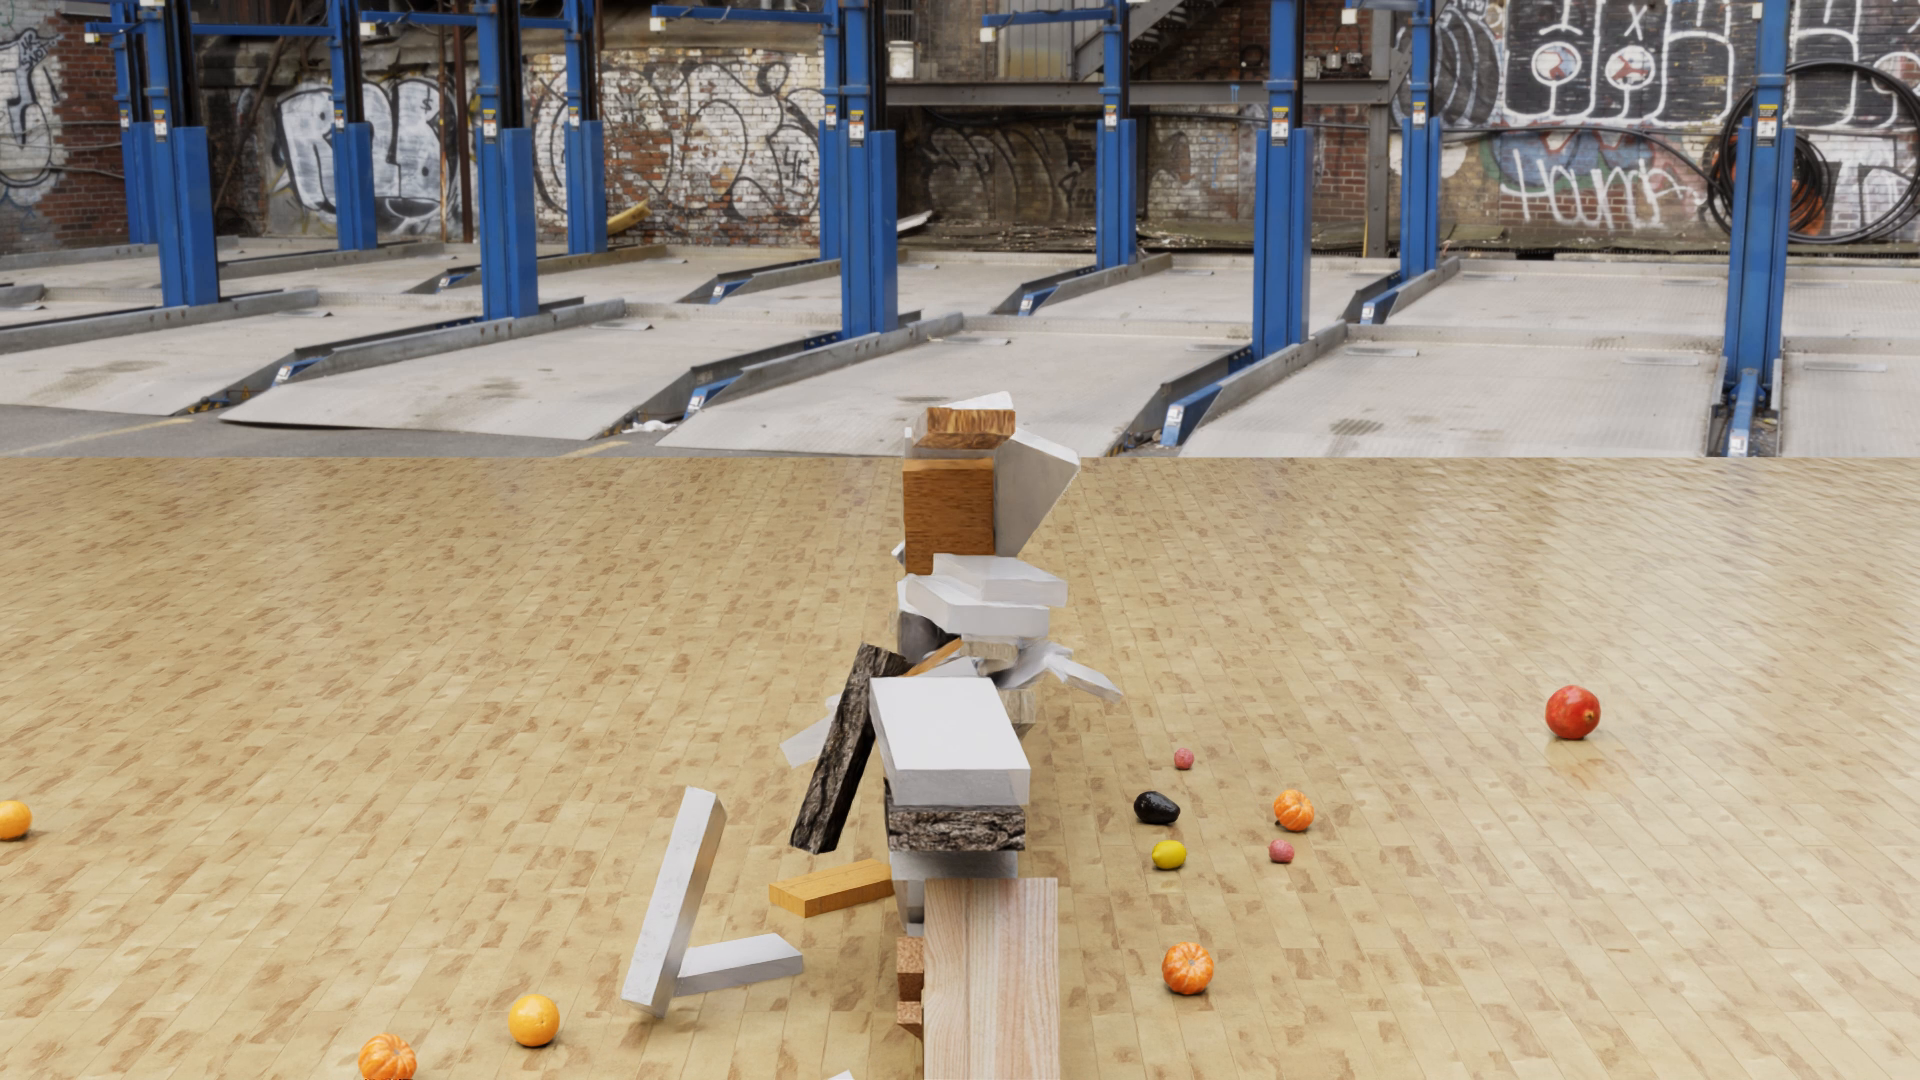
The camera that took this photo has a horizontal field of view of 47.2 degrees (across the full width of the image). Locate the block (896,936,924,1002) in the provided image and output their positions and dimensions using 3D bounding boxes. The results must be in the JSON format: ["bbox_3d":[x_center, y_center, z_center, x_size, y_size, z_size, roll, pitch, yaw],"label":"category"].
[{"bbox_3d":[-0.002,0.593,3.001,0.162,0.046,0.324,1,-20,0],"label":"block"}]

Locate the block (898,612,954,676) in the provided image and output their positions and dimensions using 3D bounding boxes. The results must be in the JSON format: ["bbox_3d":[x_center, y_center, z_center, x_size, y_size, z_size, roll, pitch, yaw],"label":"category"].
[{"bbox_3d":[-0.059,0.190,3.848,0.095,0.027,0.191,14,23,-8],"label":"block"}]

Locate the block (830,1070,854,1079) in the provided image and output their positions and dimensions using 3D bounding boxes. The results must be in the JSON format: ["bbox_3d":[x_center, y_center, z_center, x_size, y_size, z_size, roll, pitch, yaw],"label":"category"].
[{"bbox_3d":[-0.161,0.740,2.607,0.150,0.043,0.301,-24,15,-10],"label":"block"}]

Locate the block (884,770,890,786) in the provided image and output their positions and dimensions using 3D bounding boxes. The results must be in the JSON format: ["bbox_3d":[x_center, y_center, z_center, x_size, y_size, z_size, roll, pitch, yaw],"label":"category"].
[{"bbox_3d":[-0.023,0.365,3.258,0.166,0.047,0.331,-1,-19,1],"label":"block"}]

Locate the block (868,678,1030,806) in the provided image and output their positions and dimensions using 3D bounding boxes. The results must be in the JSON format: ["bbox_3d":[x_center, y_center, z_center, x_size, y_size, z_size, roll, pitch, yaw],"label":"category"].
[{"bbox_3d":[-0.019,0.264,2.938,0.171,0.049,0.343,1,16,-8],"label":"block"}]

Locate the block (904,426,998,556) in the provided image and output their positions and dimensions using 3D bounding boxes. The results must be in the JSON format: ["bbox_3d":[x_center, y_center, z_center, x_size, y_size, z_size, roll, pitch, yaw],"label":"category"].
[{"bbox_3d":[-0.016,-0.025,4.349,0.178,0.418,0.050,0,28,1],"label":"block"}]

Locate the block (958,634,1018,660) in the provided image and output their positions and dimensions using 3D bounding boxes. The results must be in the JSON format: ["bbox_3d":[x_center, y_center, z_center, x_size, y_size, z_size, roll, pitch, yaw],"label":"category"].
[{"bbox_3d":[0.049,0.177,3.759,0.095,0.027,0.191,5,4,1],"label":"block"}]

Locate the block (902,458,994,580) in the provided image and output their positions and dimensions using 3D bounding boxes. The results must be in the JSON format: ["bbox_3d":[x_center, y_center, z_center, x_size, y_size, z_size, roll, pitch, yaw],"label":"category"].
[{"bbox_3d":[-0.019,0.008,4.310,0.174,0.347,0.049,-1,28,1],"label":"block"}]

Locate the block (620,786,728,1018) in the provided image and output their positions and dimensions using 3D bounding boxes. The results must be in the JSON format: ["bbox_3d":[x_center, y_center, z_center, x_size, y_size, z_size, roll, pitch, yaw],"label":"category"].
[{"bbox_3d":[-0.404,0.516,3.129,0.043,0.306,0.153,14,-18,5],"label":"block"}]

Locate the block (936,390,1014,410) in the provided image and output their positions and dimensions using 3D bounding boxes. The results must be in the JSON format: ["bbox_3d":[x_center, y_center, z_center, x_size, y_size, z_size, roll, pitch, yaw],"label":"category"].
[{"bbox_3d":[0.014,-0.110,4.552,0.154,0.044,0.592,-14,-28,-11],"label":"block"}]

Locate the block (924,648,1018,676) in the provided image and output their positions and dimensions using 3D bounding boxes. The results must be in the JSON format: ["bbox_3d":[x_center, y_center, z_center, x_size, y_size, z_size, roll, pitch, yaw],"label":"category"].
[{"bbox_3d":[0.020,0.204,3.737,0.095,0.027,0.191,6,5,22],"label":"block"}]

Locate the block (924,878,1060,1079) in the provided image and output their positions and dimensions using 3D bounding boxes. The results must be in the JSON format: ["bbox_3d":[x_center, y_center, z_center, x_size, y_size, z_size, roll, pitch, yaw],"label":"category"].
[{"bbox_3d":[0.040,0.598,2.765,0.169,0.337,0.048,0,-20,0],"label":"block"}]

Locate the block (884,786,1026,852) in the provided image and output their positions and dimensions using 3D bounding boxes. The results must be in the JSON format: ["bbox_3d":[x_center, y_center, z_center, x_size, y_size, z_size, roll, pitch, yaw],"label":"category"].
[{"bbox_3d":[-0.014,0.364,2.908,0.166,0.047,0.477,0,-2,-3],"label":"block"}]

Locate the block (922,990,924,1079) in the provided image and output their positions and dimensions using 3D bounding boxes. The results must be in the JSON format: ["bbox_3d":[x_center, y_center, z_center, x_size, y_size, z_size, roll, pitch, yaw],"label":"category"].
[{"bbox_3d":[0.000,0.650,2.874,0.098,0.196,0.028,0,49,0],"label":"block"}]

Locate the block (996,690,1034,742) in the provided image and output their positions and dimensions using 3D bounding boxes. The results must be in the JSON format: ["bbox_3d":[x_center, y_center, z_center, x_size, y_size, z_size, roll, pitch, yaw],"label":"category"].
[{"bbox_3d":[0.012,0.286,3.423,0.171,0.049,0.444,1,-11,-3],"label":"block"}]

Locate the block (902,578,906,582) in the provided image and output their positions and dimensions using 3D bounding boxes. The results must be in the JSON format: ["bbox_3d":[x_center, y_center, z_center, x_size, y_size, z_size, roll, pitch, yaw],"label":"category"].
[{"bbox_3d":[-0.044,0.115,4.631,0.158,0.045,0.317,0,4,-1],"label":"block"}]

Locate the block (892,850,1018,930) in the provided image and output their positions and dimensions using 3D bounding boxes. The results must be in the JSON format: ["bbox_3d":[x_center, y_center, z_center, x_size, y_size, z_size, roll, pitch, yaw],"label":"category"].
[{"bbox_3d":[-0.003,0.475,2.981,0.162,0.046,0.324,0,-21,1],"label":"block"}]

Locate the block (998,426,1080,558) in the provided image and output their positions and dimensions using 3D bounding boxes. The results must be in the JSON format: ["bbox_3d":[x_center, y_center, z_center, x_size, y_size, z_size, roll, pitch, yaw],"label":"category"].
[{"bbox_3d":[0.071,-0.062,4.426,0.178,0.356,0.050,20,32,-23],"label":"block"}]

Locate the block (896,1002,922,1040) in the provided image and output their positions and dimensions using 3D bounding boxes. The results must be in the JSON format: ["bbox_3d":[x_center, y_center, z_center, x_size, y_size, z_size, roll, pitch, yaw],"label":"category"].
[{"bbox_3d":[-0.018,0.653,2.976,0.098,0.028,0.196,-3,-20,9],"label":"block"}]

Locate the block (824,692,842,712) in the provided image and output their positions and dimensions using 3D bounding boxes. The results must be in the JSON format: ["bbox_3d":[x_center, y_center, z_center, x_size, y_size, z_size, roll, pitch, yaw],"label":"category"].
[{"bbox_3d":[-0.173,0.275,3.712,0.054,0.015,0.107,40,34,26],"label":"block"}]

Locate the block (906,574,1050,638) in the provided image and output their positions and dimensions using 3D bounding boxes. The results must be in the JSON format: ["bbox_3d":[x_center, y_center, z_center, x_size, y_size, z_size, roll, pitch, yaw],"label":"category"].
[{"bbox_3d":[0.027,0.116,3.938,0.178,0.050,0.356,3,7,-13],"label":"block"}]

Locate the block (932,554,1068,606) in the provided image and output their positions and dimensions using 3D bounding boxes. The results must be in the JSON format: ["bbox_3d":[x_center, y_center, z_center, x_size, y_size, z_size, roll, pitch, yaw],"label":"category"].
[{"bbox_3d":[0.068,0.070,3.947,0.154,0.044,0.309,3,7,-17],"label":"block"}]

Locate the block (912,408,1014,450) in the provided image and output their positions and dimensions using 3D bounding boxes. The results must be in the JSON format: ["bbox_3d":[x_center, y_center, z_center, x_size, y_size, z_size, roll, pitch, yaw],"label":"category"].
[{"bbox_3d":[0.003,-0.203,4.040,0.154,0.044,0.309,1,-3,-6],"label":"block"}]

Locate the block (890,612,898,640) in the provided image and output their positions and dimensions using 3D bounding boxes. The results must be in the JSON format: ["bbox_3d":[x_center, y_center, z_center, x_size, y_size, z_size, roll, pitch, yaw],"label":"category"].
[{"bbox_3d":[-0.042,0.200,4.679,0.158,0.045,0.317,-1,-11,8],"label":"block"}]

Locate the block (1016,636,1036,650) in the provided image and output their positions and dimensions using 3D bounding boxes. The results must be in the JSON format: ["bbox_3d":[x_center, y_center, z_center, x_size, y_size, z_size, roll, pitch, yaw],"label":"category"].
[{"bbox_3d":[0.069,0.171,3.931,0.069,0.020,0.139,-20,22,-26],"label":"block"}]

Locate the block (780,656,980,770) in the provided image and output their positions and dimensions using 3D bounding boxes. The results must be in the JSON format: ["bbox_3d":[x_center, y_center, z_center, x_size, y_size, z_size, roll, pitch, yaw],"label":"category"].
[{"bbox_3d":[-0.122,0.271,3.500,0.153,0.043,0.360,-32,-8,31],"label":"block"}]

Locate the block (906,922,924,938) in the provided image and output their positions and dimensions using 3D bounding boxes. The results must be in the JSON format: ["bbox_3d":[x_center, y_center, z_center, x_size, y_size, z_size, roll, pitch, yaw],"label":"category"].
[{"bbox_3d":[0.011,0.591,3.167,0.162,0.046,0.324,0,-15,1],"label":"block"}]

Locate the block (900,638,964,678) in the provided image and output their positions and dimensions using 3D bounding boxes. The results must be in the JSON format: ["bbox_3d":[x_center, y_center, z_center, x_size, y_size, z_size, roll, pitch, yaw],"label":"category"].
[{"bbox_3d":[-0.046,0.198,3.593,0.107,0.015,0.054,-34,1,-35],"label":"block"}]

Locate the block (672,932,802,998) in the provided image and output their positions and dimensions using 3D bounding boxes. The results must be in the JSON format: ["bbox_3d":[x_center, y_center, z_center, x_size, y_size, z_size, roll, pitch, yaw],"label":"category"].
[{"bbox_3d":[-0.354,0.640,3.317,0.209,0.030,0.104,-6,12,-28],"label":"block"}]

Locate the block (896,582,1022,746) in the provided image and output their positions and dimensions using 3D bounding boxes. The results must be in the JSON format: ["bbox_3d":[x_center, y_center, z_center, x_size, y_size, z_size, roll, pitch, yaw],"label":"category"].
[{"bbox_3d":[-0.010,0.237,4.023,0.174,0.049,0.633,-2,26,-5],"label":"block"}]

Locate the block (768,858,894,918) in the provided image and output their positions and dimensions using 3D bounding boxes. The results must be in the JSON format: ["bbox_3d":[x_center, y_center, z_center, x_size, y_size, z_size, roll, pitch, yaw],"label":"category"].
[{"bbox_3d":[-0.201,0.577,3.655,0.209,0.030,0.104,-8,13,-38],"label":"block"}]

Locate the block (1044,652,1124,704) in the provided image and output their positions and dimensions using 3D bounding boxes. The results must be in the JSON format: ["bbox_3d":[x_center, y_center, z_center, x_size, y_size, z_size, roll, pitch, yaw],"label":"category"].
[{"bbox_3d":[0.214,0.239,3.804,0.139,0.020,0.069,23,16,-40],"label":"block"}]

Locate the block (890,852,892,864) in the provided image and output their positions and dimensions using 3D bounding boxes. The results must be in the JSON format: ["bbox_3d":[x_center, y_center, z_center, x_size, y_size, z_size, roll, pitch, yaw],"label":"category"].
[{"bbox_3d":[-0.005,0.420,3.122,0.166,0.047,0.331,0,-2,3],"label":"block"}]

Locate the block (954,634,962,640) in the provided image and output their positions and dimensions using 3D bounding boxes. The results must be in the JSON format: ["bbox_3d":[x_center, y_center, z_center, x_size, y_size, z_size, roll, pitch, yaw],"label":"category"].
[{"bbox_3d":[0.022,0.227,3.930,0.174,0.049,0.347,1,26,-1],"label":"block"}]

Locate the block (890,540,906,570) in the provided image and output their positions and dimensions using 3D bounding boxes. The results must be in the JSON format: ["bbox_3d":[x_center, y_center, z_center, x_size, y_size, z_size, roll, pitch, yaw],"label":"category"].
[{"bbox_3d":[-0.094,0.038,4.545,0.016,0.058,0.116,40,-7,39],"label":"block"}]

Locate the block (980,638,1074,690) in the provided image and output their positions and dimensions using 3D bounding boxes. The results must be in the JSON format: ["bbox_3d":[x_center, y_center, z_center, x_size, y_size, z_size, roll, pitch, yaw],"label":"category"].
[{"bbox_3d":[0.113,0.224,3.839,0.069,0.020,0.211,21,28,27],"label":"block"}]

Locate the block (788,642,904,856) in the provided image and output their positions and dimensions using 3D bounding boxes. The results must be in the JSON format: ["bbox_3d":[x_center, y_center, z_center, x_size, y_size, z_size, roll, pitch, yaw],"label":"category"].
[{"bbox_3d":[-0.163,0.303,3.202,0.043,0.306,0.153,19,-3,8],"label":"block"}]
